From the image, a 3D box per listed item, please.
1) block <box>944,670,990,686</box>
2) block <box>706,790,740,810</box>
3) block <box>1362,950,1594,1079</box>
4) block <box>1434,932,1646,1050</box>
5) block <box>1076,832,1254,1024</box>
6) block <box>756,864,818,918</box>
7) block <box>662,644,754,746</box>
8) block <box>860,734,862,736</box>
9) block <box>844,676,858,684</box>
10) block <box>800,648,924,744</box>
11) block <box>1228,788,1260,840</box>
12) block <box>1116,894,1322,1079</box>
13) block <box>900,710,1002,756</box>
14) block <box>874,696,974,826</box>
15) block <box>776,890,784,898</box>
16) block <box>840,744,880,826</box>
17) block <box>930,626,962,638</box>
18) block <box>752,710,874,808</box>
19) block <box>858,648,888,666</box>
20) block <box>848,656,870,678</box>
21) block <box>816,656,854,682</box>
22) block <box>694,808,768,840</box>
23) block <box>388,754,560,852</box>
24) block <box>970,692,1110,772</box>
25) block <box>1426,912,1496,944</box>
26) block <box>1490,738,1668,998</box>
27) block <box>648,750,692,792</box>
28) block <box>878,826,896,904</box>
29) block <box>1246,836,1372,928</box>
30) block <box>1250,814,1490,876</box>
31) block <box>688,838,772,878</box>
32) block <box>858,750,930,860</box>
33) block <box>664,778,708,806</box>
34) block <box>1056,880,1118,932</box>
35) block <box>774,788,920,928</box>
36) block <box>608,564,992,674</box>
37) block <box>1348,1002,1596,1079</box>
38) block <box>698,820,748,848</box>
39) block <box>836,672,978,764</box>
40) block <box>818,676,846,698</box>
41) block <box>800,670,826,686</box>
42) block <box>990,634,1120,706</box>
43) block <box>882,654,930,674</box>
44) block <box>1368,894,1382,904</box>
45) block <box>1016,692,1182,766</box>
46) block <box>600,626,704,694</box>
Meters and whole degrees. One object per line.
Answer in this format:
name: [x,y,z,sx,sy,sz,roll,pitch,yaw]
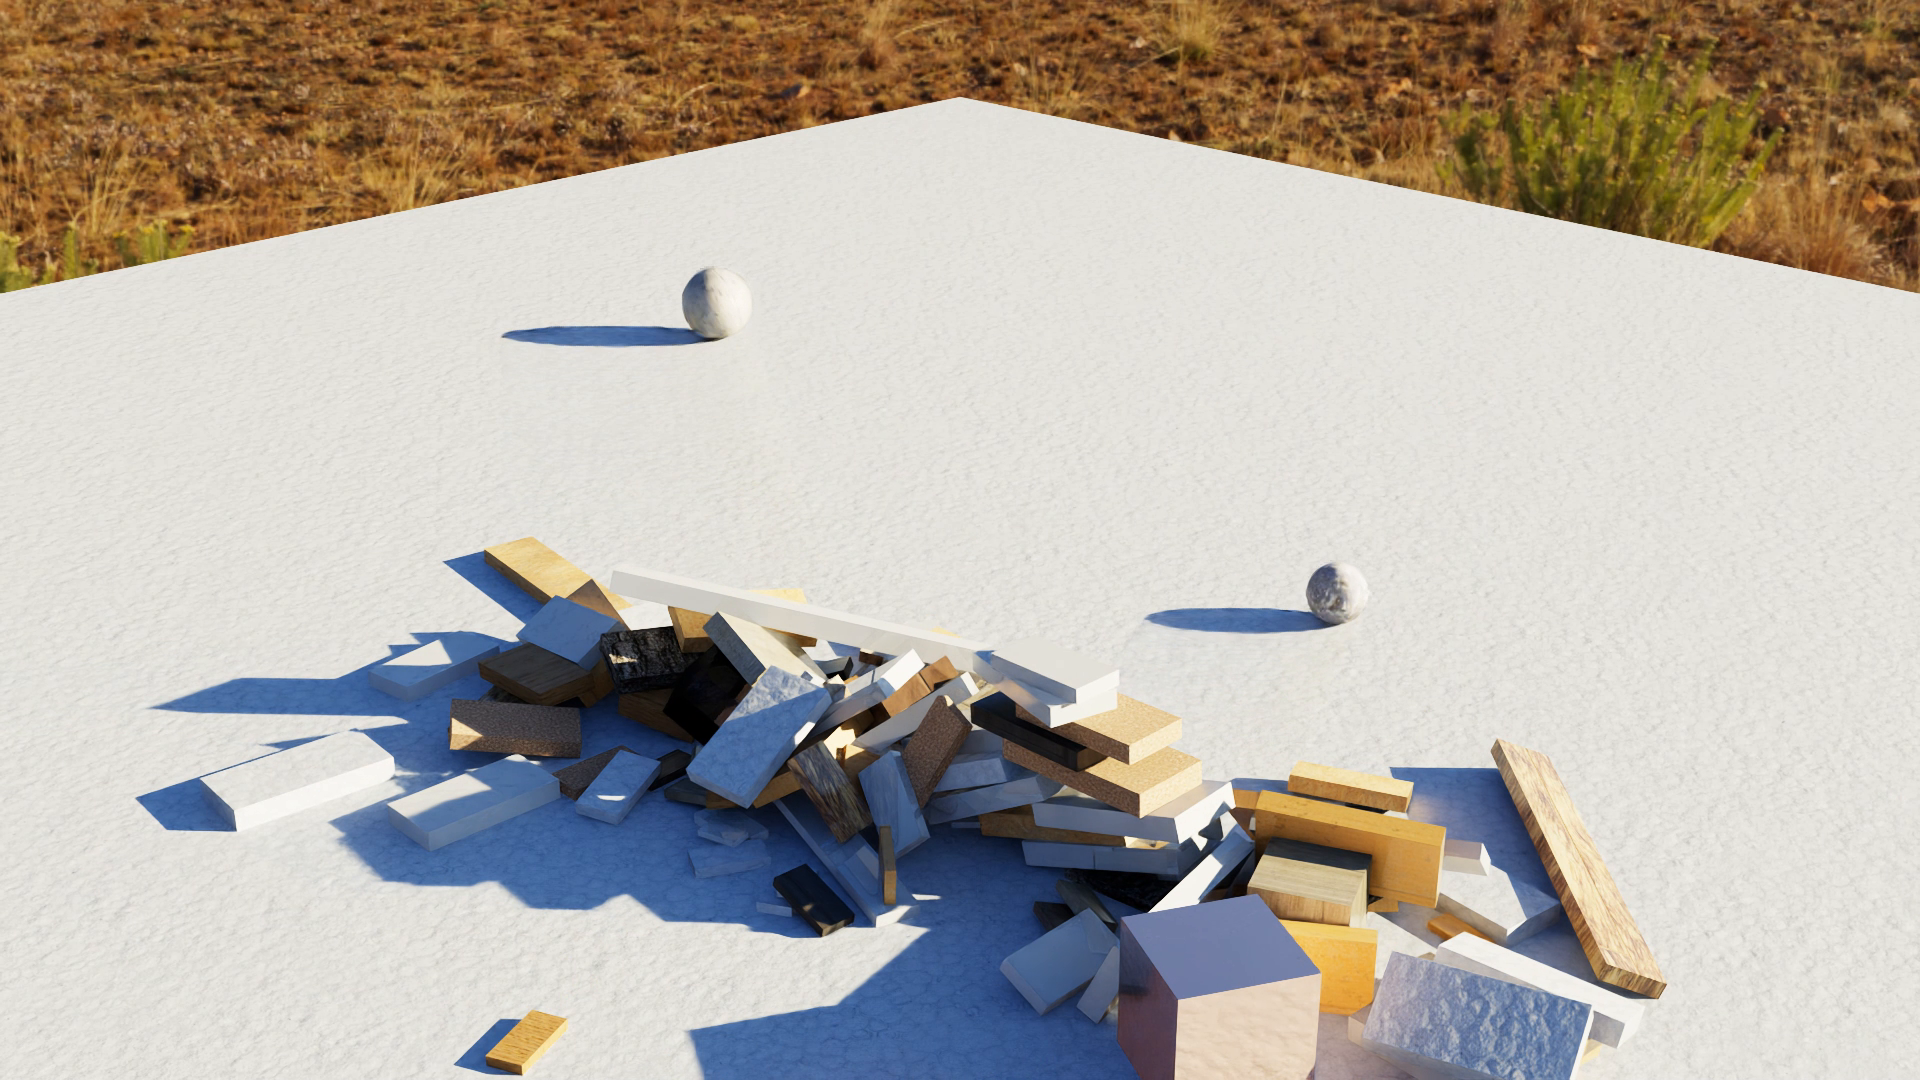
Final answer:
block: [0.122,0.330,4.831,0.347,0.049,0.173,17,6,37]
block: [-0.471,0.504,4.437,0.071,0.020,0.142,-6,16,-1]
block: [0.846,0.799,3.601,0.335,0.047,0.167,12,55,26]
block: [0.985,0.764,3.750,0.328,0.046,0.164,20,8,27]
block: [0.372,0.686,3.924,0.047,0.167,0.448,38,37,17]
block: [-0.326,0.664,4.170,0.071,0.020,0.142,7,24,16]
block: [-0.507,0.329,4.680,0.152,0.152,0.152,42,33,-14]
block: [-0.260,0.379,4.832,0.095,0.027,0.190,0,23,1]
block: [-0.366,0.394,4.596,0.027,0.095,0.459,41,35,19]
block: [-0.219,0.323,4.476,0.297,0.041,0.144,-30,7,39]
block: [0.592,0.533,4.211,0.119,0.034,0.238,5,-21,24]
block: [0.422,0.772,3.625,0.247,0.247,0.247,-7,24,-16]
block: [0.049,0.378,4.389,0.165,0.047,0.330,-23,7,-41]
block: [-0.081,0.452,4.310,0.027,0.301,0.095,10,29,-45]
block: [-0.300,0.658,4.140,0.090,0.013,0.045,8,26,-9]
block: [-0.205,0.487,4.373,0.076,0.021,0.151,22,54,-23]
block: [-0.062,0.237,4.991,0.067,0.019,0.134,22,28,25]
block: [-0.300,0.434,4.441,0.144,0.041,0.288,-27,8,34]
block: [-0.119,0.271,5.015,0.203,0.027,0.095,15,25,11]
block: [-0.303,0.344,4.862,0.050,0.014,0.387,9,25,21]
block: [-0.337,0.307,4.923,0.186,0.026,0.093,-14,15,11]
block: [-0.457,0.570,4.390,0.074,0.021,0.148,-19,29,-38]
block: [-0.984,0.529,4.458,0.307,0.043,0.153,-21,30,-40]
block: [0.170,0.349,4.158,0.144,0.041,0.287,-21,29,-38]
block: [0.919,0.724,4.034,0.054,0.015,0.116,-14,27,-33]
block: [1.174,0.610,4.228,0.119,0.034,0.831,19,22,-8]
block: [-0.618,0.481,4.602,0.068,0.019,0.137,19,29,37]
block: [-0.137,0.611,4.142,0.021,0.076,0.151,-1,26,-6]
block: [0.623,0.671,3.943,0.184,0.184,0.184,9,24,19]
block: [0.761,0.567,4.095,0.429,0.032,0.112,5,-21,23]
block: [-0.449,0.619,4.275,0.148,0.021,0.074,-7,24,-17]
block: [-0.130,0.519,4.301,0.027,0.095,0.190,17,44,-50]
block: [-0.529,0.515,4.492,0.137,0.019,0.068,5,19,33]
block: [0.235,0.681,4.095,0.069,0.020,0.139,18,14,-27]
block: [-0.245,0.587,4.300,0.091,0.026,0.553,-12,29,-26]
block: [-0.307,0.181,4.813,0.910,0.049,0.173,13,4,-3]
block: [0.946,0.907,3.564,0.164,0.046,0.673,-19,30,-38]
block: [-0.466,0.578,4.328,0.090,0.013,0.045,13,26,28]
block: [-0.120,0.380,4.523,0.330,0.047,0.165,-31,-3,4]
block: [-0.324,0.347,4.518,0.095,0.027,0.190,-30,7,39]
block: [-0.360,0.363,4.649,0.026,0.186,0.093,41,2,25]
block: [0.177,0.241,4.111,0.112,0.032,0.225,-21,29,-38]
block: [-0.089,0.265,4.975,0.091,0.026,0.182,22,27,25]
block: [0.740,0.629,4.070,0.054,0.015,0.108,-23,40,-15]
block: [0.256,0.330,4.090,0.144,0.041,0.287,-22,30,-39]
block: [-0.622,0.255,4.833,0.307,0.043,0.153,-6,40,-24]
